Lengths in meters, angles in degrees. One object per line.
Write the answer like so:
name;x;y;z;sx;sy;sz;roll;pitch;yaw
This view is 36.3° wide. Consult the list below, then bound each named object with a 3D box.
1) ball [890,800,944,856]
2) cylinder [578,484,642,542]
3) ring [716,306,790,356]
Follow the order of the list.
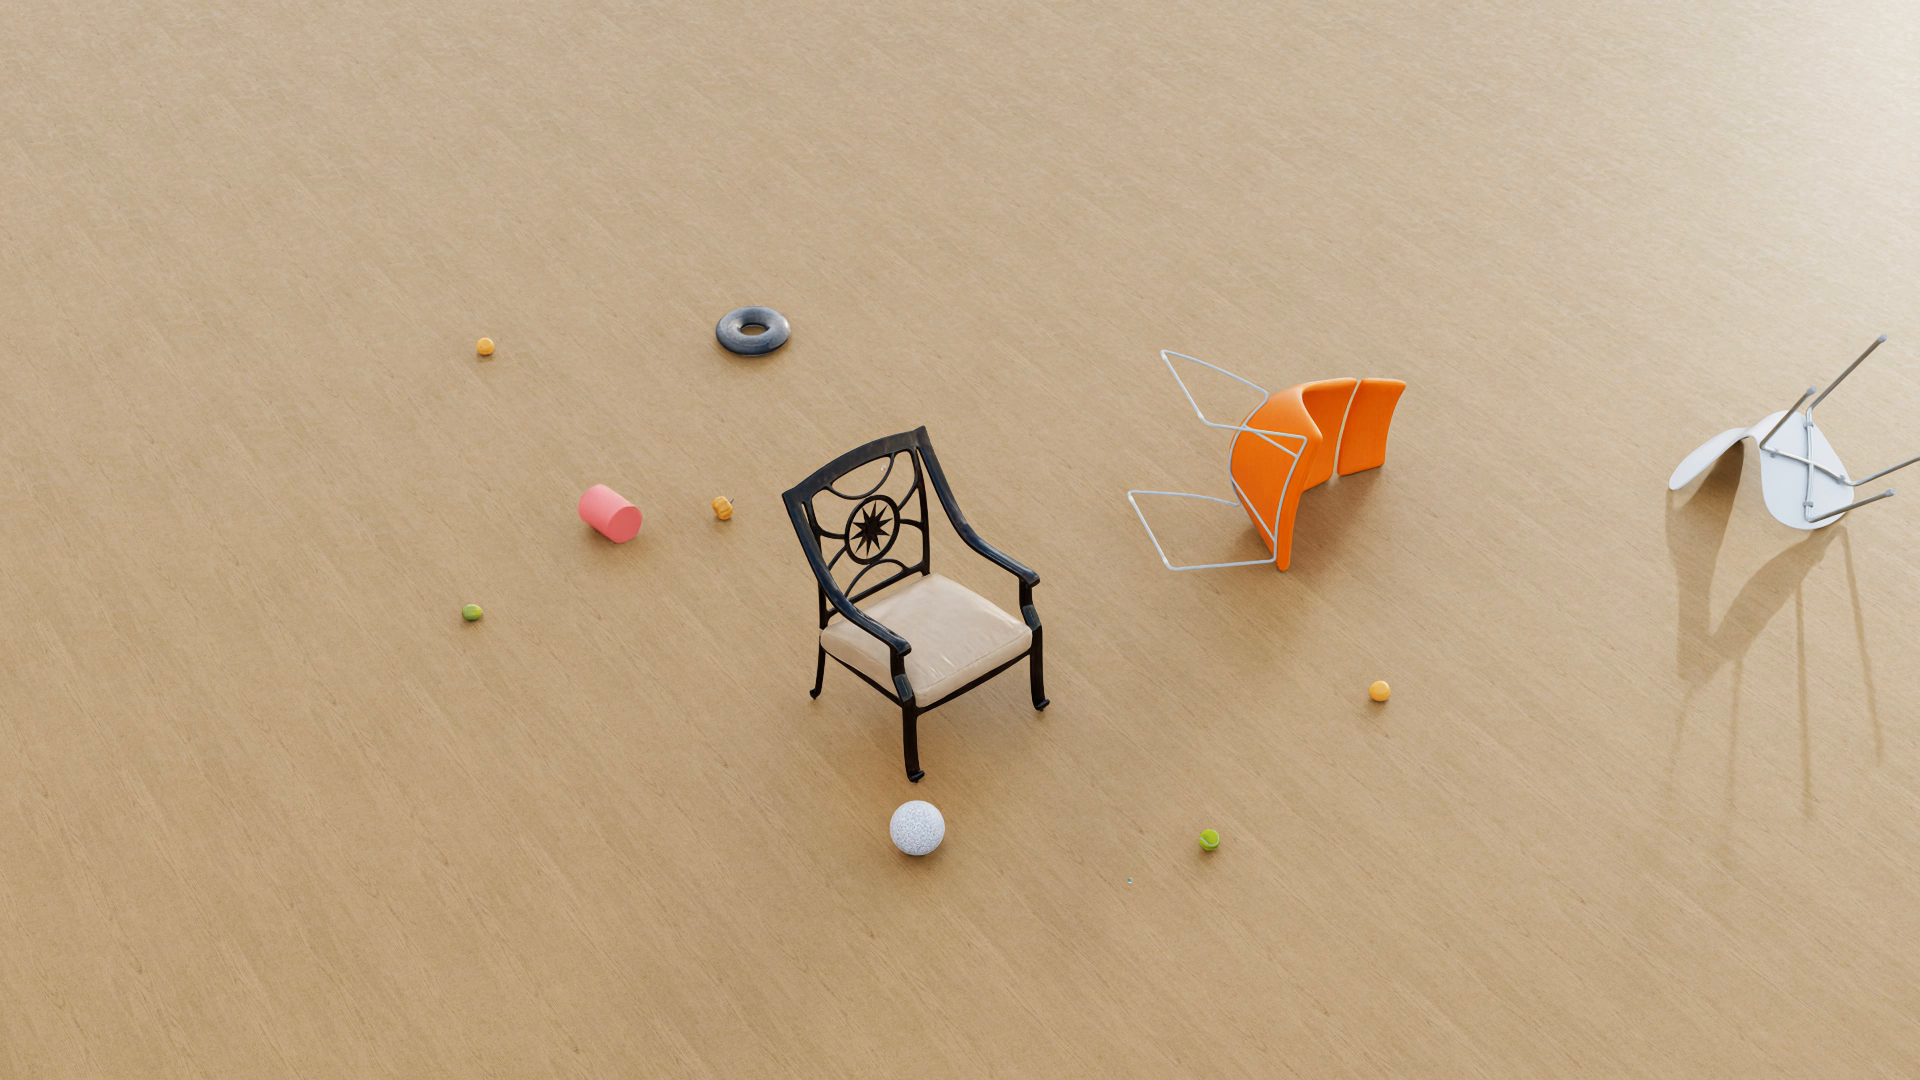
ball;-0.137;0.922;9.385;0.177;0.177;0.177;0;33;0
cylinder;-1.307;-0.098;10.955;0.158;0.152;0.190;7;19;-48
ring;-0.862;-0.873;12.210;0.314;0.066;0.389;0;33;-1
